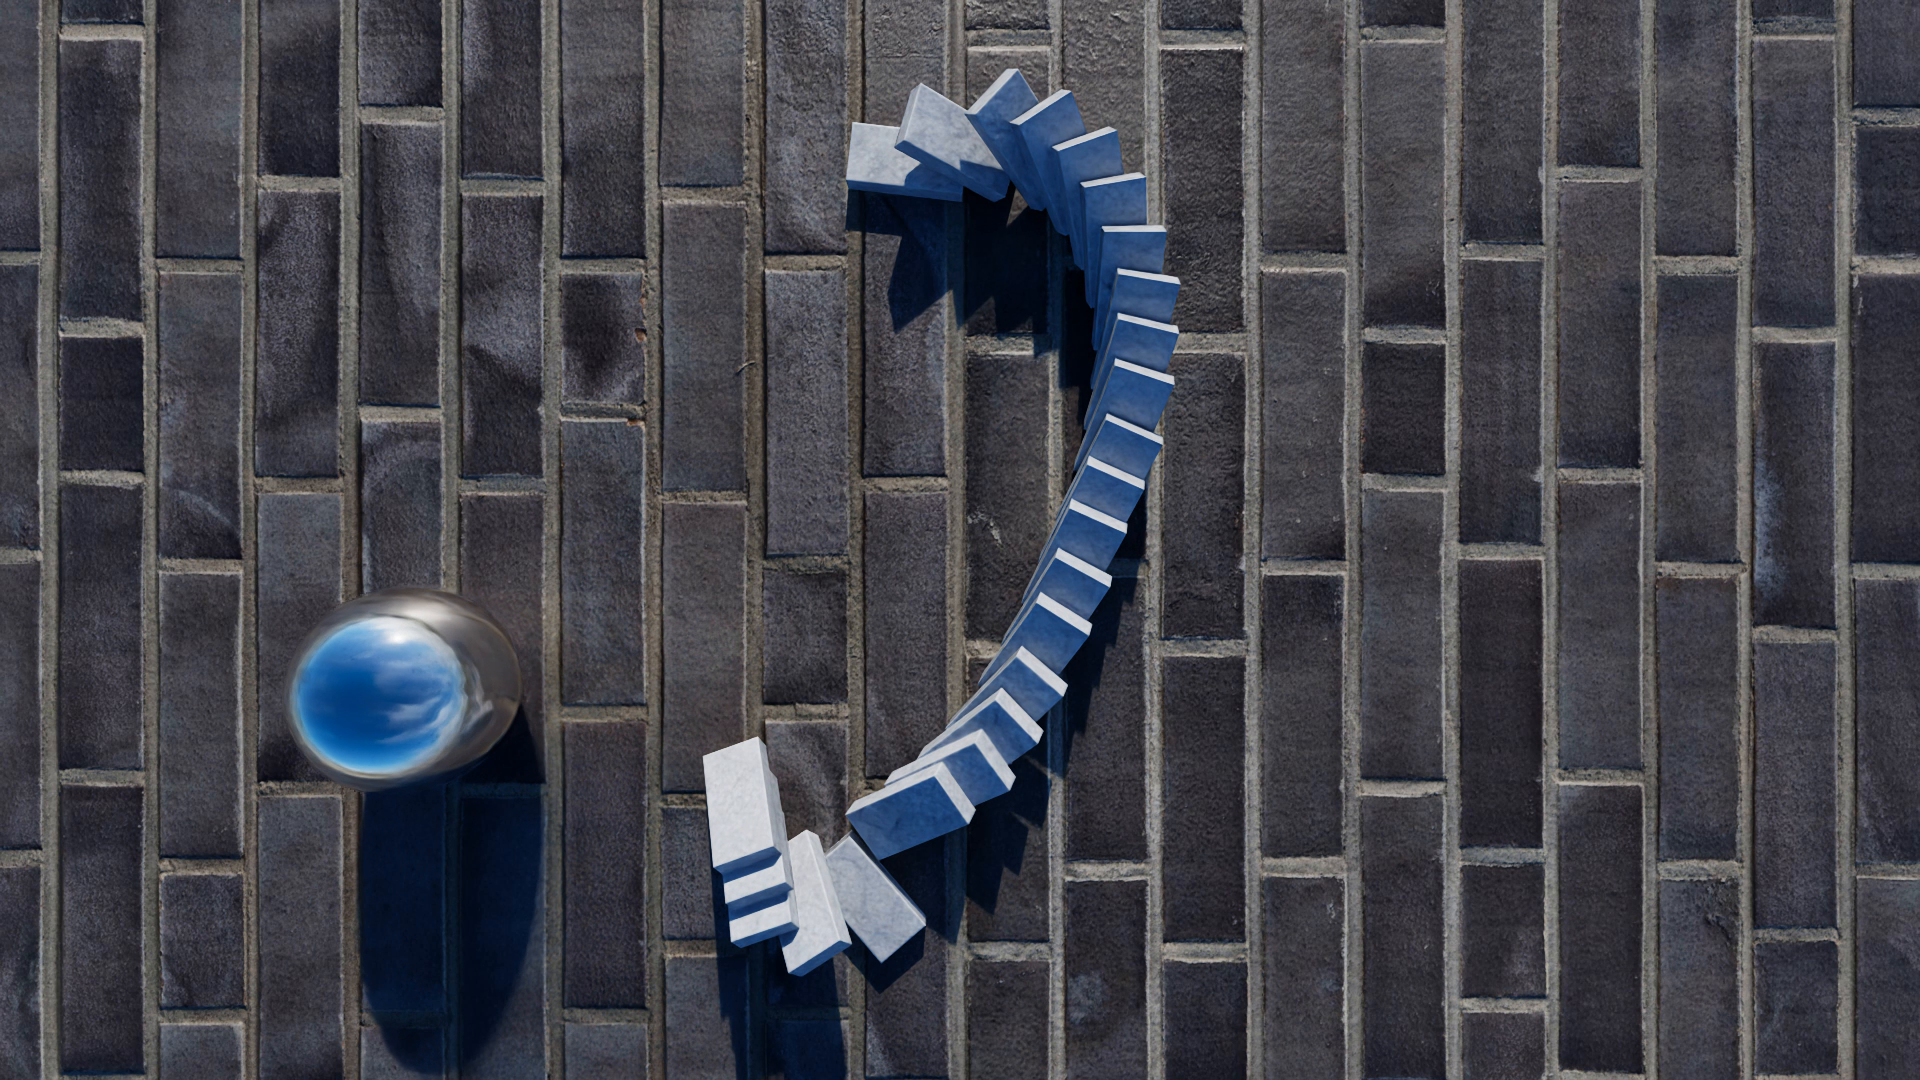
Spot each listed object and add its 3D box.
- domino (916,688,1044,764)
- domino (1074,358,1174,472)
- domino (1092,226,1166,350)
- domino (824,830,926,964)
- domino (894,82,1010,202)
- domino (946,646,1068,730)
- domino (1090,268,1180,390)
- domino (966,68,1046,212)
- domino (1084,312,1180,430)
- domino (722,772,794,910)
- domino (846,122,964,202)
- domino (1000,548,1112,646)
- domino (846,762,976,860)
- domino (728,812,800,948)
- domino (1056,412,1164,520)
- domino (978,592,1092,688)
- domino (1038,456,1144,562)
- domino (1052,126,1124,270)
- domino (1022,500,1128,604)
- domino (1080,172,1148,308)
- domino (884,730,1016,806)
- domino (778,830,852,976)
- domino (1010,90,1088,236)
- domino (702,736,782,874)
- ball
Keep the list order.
[{"bbox_3d":[0.008,0.086,0.383,0.025,0.009,0.050,46,118,-3],"label":"domino"},{"bbox_3d":[0.068,-0.048,0.383,0.025,0.010,0.050,18,123,0],"label":"domino"},{"bbox_3d":[0.070,-0.104,0.382,0.025,0.009,0.050,0,123,0],"label":"domino"},{"bbox_3d":[-0.040,0.154,0.395,0.025,0.010,0.050,-41,90,0],"label":"domino"},{"bbox_3d":[0.000,-0.165,0.383,0.050,0.009,0.025,18,85,-29],"label":"domino"},{"bbox_3d":[0.019,0.070,0.385,0.025,0.009,0.050,41,117,0],"label":"domino"},{"bbox_3d":[0.072,-0.086,0.382,0.025,0.009,0.050,9,123,-1],"label":"domino"},{"bbox_3d":[0.027,-0.166,0.381,0.025,0.010,0.050,-47,127,0],"label":"domino"},{"bbox_3d":[0.071,-0.067,0.382,0.025,0.010,0.050,14,123,-1],"label":"domino"},{"bbox_3d":[-0.086,0.124,0.381,0.025,0.010,0.050,-20,51,0],"label":"domino"},{"bbox_3d":[-0.022,-0.163,0.395,0.050,0.010,0.025,7,90,0],"label":"domino"},{"bbox_3d":[0.040,0.030,0.384,0.025,0.009,0.050,29,119,0],"label":"domino"},{"bbox_3d":[-0.021,0.114,0.383,0.050,0.009,0.025,-30,98,27],"label":"domino"},{"bbox_3d":[-0.083,0.139,0.380,0.025,0.010,0.050,-19,51,1],"label":"domino"},{"bbox_3d":[0.062,-0.025,0.384,0.025,0.010,0.050,24,119,0],"label":"domino"},{"bbox_3d":[0.031,0.048,0.384,0.025,0.009,0.050,32,119,0],"label":"domino"},{"bbox_3d":[0.055,-0.007,0.384,0.025,0.010,0.050,24,119,0],"label":"domino"},{"bbox_3d":[0.056,-0.142,0.382,0.025,0.010,0.050,-20,125,-2],"label":"domino"},{"bbox_3d":[0.047,0.010,0.383,0.025,0.009,0.050,24,119,0],"label":"domino"},{"bbox_3d":[0.064,-0.124,0.382,0.025,0.010,0.050,-10,124,-2],"label":"domino"},{"bbox_3d":[-0.005,0.101,0.383,0.050,0.010,0.025,-31,98,27],"label":"domino"},{"bbox_3d":[-0.064,0.149,0.379,0.025,0.009,0.050,-34,49,6],"label":"domino"},{"bbox_3d":[0.043,-0.156,0.381,0.025,0.010,0.050,-34,126,-2],"label":"domino"},{"bbox_3d":[-0.091,0.109,0.381,0.025,0.009,0.050,-20,51,0],"label":"domino"},{"bbox_3d":[-0.216,0.059,0.360,0.080,0.080,0.080,0,90,0],"label":"ball"}]
